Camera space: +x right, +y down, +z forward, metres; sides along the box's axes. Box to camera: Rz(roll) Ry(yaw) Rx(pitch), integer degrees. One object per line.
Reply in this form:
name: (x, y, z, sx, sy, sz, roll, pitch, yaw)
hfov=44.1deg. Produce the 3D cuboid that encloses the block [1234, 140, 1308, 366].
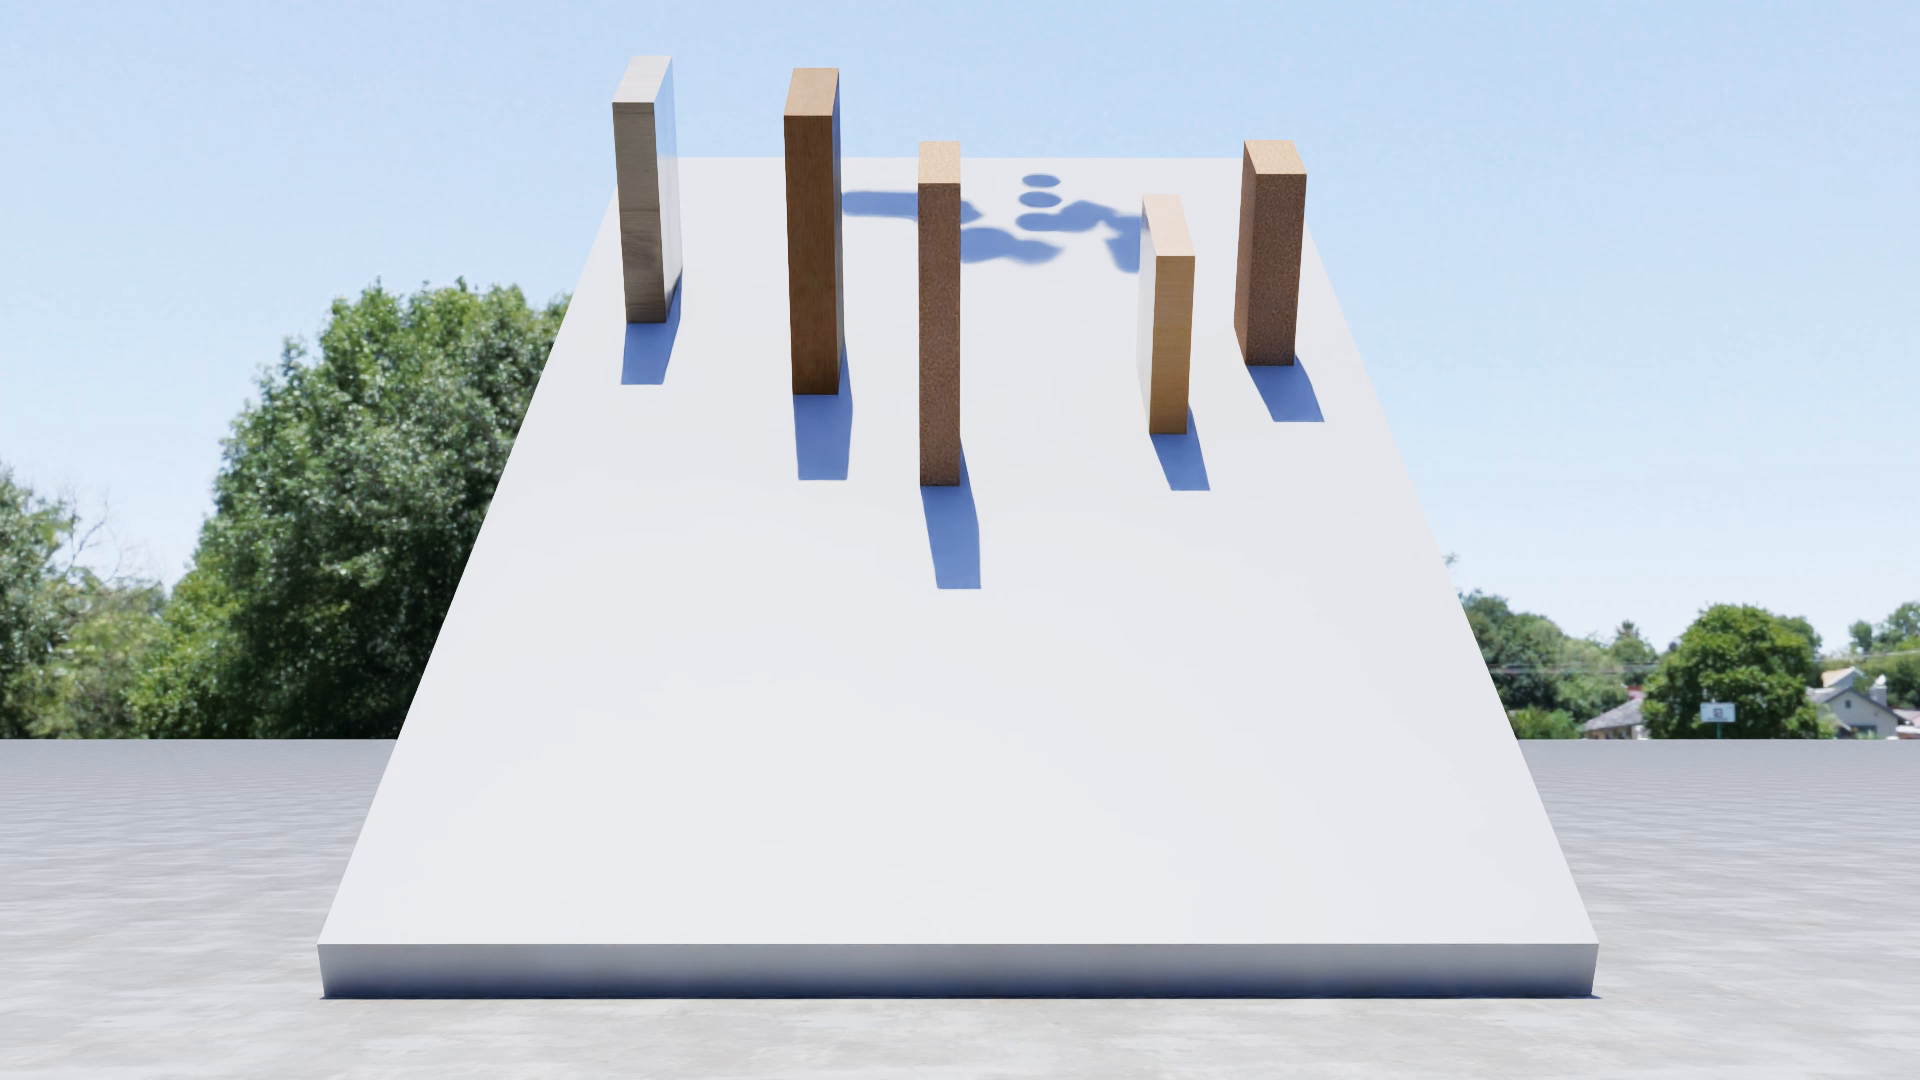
block: (0.756, -0.704, 5.799, 0.119, 0.487, 0.268, 0, 27, 0)

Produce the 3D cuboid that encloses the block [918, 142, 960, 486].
block: (-0.044, -0.490, 5.146, 0.088, 0.689, 0.287, 0, 27, 0)

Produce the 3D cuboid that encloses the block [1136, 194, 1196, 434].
block: (0.475, -0.531, 5.515, 0.087, 0.432, 0.424, 0, 27, 0)

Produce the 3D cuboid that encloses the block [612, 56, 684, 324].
block: (-0.799, -0.905, 6.089, 0.102, 0.576, 0.424, 0, 27, 0)

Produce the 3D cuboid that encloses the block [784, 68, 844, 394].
block: (-0.344, -0.738, 5.644, 0.108, 0.681, 0.394, 0, 27, 0)

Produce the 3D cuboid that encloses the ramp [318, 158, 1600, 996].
ramp: (-0.010, -0.227, 5.501, 2.000, 0.100, 4.000, 0, 27, 0)
